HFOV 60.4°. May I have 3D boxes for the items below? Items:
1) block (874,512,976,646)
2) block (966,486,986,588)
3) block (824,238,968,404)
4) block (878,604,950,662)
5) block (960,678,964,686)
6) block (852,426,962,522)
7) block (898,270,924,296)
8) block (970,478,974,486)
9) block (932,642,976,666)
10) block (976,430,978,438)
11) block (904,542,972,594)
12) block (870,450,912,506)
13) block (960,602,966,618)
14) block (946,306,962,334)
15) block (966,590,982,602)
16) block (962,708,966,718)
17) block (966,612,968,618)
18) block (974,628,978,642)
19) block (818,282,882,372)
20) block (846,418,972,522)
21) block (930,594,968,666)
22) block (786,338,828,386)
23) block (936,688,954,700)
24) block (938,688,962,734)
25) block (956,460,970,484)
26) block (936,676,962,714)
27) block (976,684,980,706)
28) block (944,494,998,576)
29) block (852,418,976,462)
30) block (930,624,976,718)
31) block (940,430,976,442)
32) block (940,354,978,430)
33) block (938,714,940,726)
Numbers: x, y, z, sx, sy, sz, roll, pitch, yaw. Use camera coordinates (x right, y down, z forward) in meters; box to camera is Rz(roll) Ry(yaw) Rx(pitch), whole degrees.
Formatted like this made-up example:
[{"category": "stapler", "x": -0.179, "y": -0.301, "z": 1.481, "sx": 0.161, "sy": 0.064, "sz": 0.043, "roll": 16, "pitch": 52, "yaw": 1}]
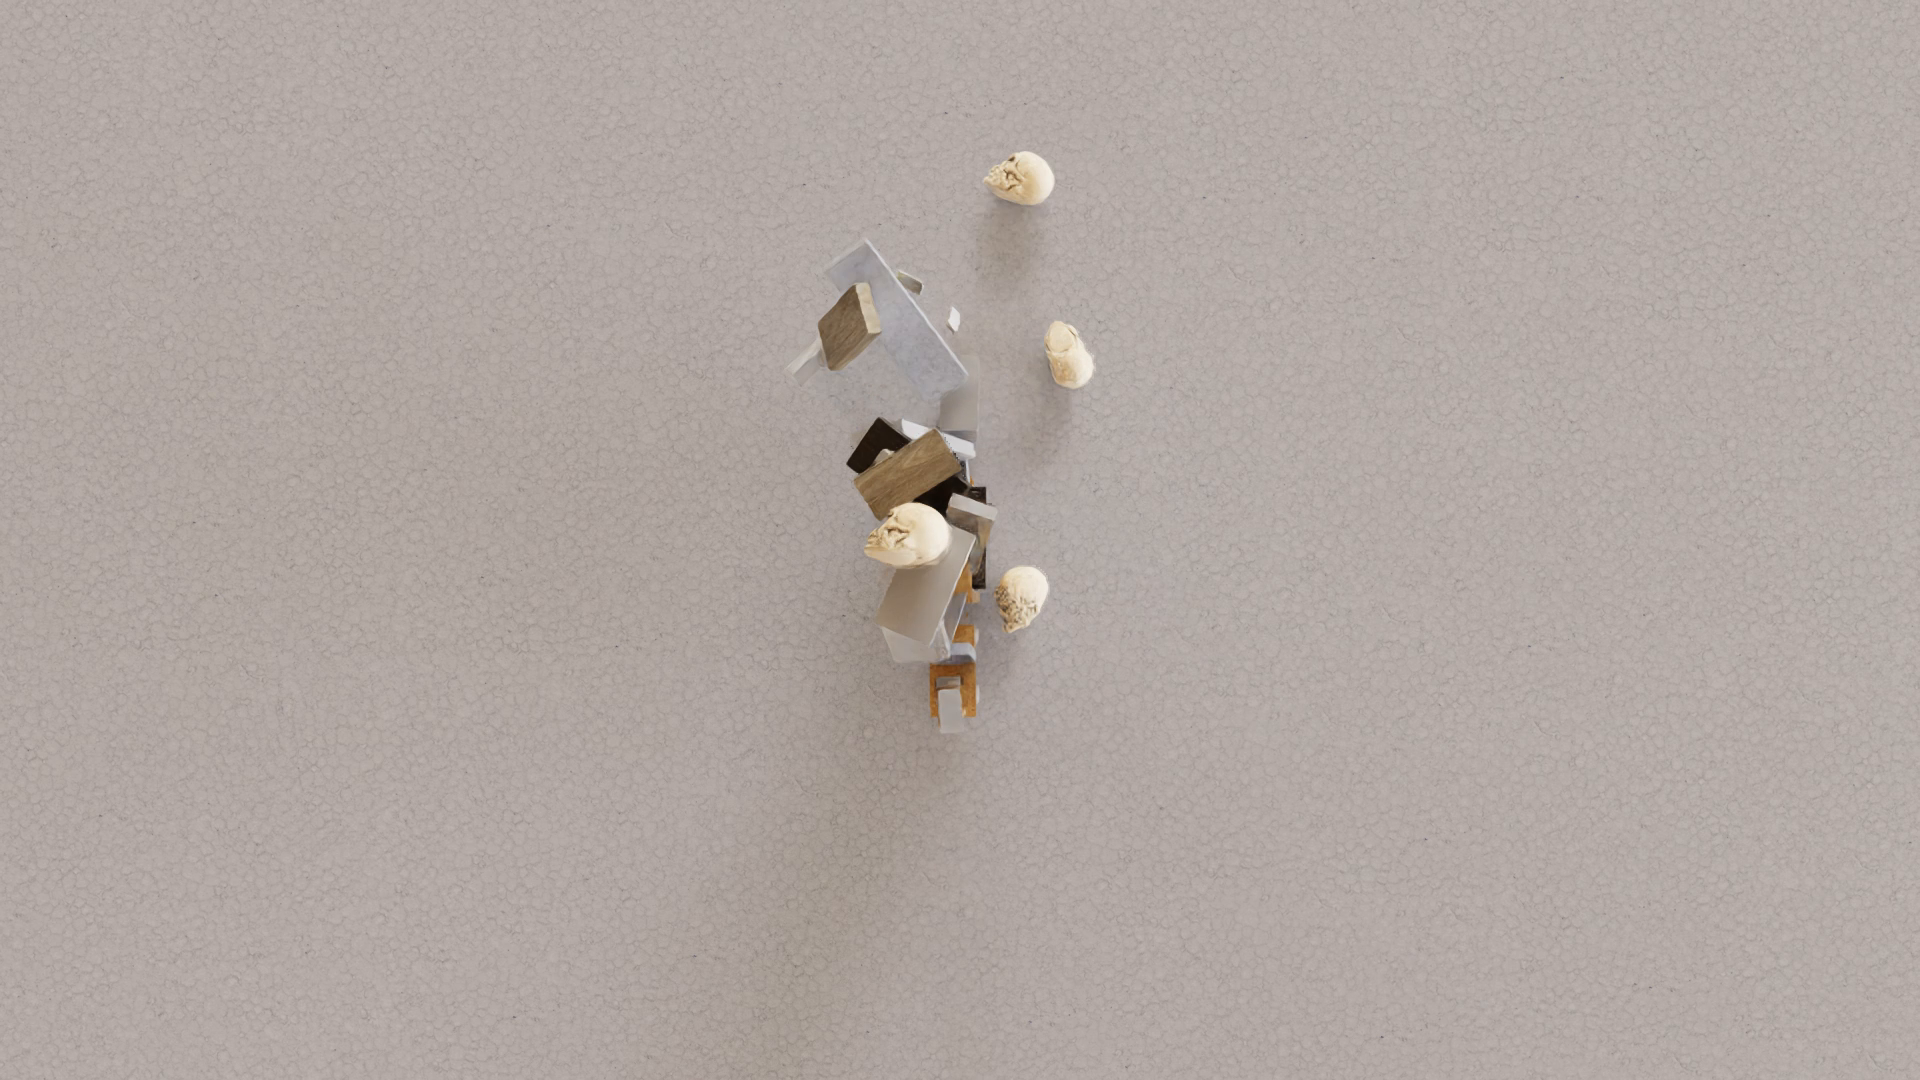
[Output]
[{"category": "block", "x": -0.094, "y": 0.108, "z": 4.521, "sx": 0.164, "sy": 0.047, "sz": 0.329, "roll": 23, "pitch": 88, "yaw": 7}, {"category": "block", "x": 0.001, "y": -0.009, "z": 5.158, "sx": 0.159, "sy": 0.045, "sz": 0.318, "roll": 0, "pitch": 90, "yaw": 0}, {"category": "block", "x": -0.182, "y": -0.636, "z": 4.833, "sx": 0.149, "sy": 0.042, "sz": 0.521, "roll": -32, "pitch": 118, "yaw": 12}, {"category": "block", "x": -0.128, "y": 0.265, "z": 4.712, "sx": 0.164, "sy": 0.329, "sz": 0.047, "roll": -3, "pitch": 64, "yaw": 5}, {"category": "block", "x": -0.032, "y": 0.441, "z": 5.098, "sx": 0.071, "sy": 0.141, "sz": 0.020, "roll": -6, "pitch": 88, "yaw": 6}, {"category": "block", "x": -0.144, "y": -0.179, "z": 4.475, "sx": 0.266, "sy": 0.038, "sz": 0.133, "roll": -32, "pitch": 99, "yaw": 2}, {"category": "block", "x": -0.156, "y": -0.808, "z": 5.178, "sx": 0.090, "sy": 0.013, "sz": 0.045, "roll": 28, "pitch": 130, "yaw": 12}, {"category": "block", "x": 0.003, "y": -0.188, "z": 5.421, "sx": 0.078, "sy": 0.157, "sz": 0.022, "roll": -3, "pitch": 89, "yaw": 0}, {"category": "block", "x": -0.028, "y": 0.348, "z": 5.034, "sx": 0.133, "sy": 0.266, "sz": 0.038, "roll": -3, "pitch": 80, "yaw": 5}, {"category": "block", "x": -0.003, "y": -0.354, "z": 5.382, "sx": 0.117, "sy": 0.235, "sz": 0.033, "roll": 0, "pitch": 92, "yaw": 0}, {"category": "block", "x": -0.060, "y": 0.082, "z": 4.709, "sx": 0.164, "sy": 0.329, "sz": 0.047, "roll": -2, "pitch": 70, "yaw": 5}, {"category": "block", "x": -0.179, "y": -0.173, "z": 4.627, "sx": 0.038, "sy": 0.266, "sz": 0.133, "roll": 44, "pitch": 103, "yaw": 23}, {"category": "block", "x": -0.001, "y": 0.206, "z": 5.399, "sx": 0.046, "sy": 0.013, "sz": 0.093, "roll": 4, "pitch": 88, "yaw": 1}, {"category": "block", "x": -0.021, "y": -0.681, "z": 5.108, "sx": 0.013, "sy": 0.090, "sz": 0.045, "roll": -22, "pitch": 123, "yaw": 29}, {"category": "block", "x": -0.014, "y": 0.173, "z": 5.150, "sx": 0.133, "sy": 0.486, "sz": 0.038, "roll": 2, "pitch": 88, "yaw": 4}, {"category": "block", "x": -0.021, "y": 0.536, "z": 5.098, "sx": 0.071, "sy": 0.141, "sz": 0.020, "roll": -5, "pitch": 88, "yaw": 5}, {"category": "block", "x": 0.002, "y": 0.247, "z": 5.454, "sx": 0.046, "sy": 0.093, "sz": 0.013, "roll": -2, "pitch": 90, "yaw": 0}, {"category": "block", "x": -0.017, "y": 0.316, "z": 5.353, "sx": 0.143, "sy": 0.285, "sz": 0.040, "roll": -1, "pitch": 90, "yaw": 3}, {"category": "block", "x": -0.317, "y": -0.604, "z": 4.690, "sx": 0.042, "sy": 0.298, "sz": 0.149, "roll": -11, "pitch": 79, "yaw": -28}, {"category": "block", "x": -0.148, "y": -0.188, "z": 4.782, "sx": 0.338, "sy": 0.048, "sz": 0.169, "roll": 38, "pitch": 102, "yaw": 10}, {"category": "block", "x": -0.070, "y": 0.224, "z": 4.888, "sx": 0.133, "sy": 0.038, "sz": 0.266, "roll": 18, "pitch": 89, "yaw": 5}, {"category": "block", "x": -0.463, "y": -0.552, "z": 5.097, "sx": 0.149, "sy": 0.298, "sz": 0.042, "roll": -43, "pitch": 104, "yaw": -1}, {"category": "block", "x": -0.039, "y": 0.459, "z": 4.941, "sx": 0.063, "sy": 0.127, "sz": 0.018, "roll": -3, "pitch": 92, "yaw": 1}, {"category": "block", "x": -0.028, "y": 0.505, "z": 4.867, "sx": 0.063, "sy": 0.018, "sz": 0.127, "roll": -4, "pitch": 90, "yaw": -1}, {"category": "block", "x": -0.012, "y": -0.238, "z": 5.320, "sx": 0.078, "sy": 0.022, "sz": 0.157, "roll": -6, "pitch": 87, "yaw": 23}, {"category": "block", "x": -0.032, "y": 0.486, "z": 5.017, "sx": 0.071, "sy": 0.020, "sz": 0.141, "roll": -4, "pitch": 90, "yaw": 6}, {"category": "block", "x": -0.012, "y": 0.506, "z": 5.354, "sx": 0.143, "sy": 0.285, "sz": 0.040, "roll": -1, "pitch": 91, "yaw": 3}, {"category": "block", "x": 0.014, "y": -0.011, "z": 4.742, "sx": 0.133, "sy": 0.505, "sz": 0.038, "roll": 19, "pitch": 71, "yaw": 1}, {"category": "block", "x": -0.136, "y": -0.290, "z": 5.077, "sx": 0.169, "sy": 0.521, "sz": 0.048, "roll": -14, "pitch": 80, "yaw": 23}, {"category": "block", "x": -0.023, "y": 0.412, "z": 5.190, "sx": 0.143, "sy": 0.040, "sz": 0.285, "roll": -1, "pitch": 90, "yaw": 3}, {"category": "block", "x": -0.004, "y": -0.434, "z": 5.248, "sx": 0.117, "sy": 0.033, "sz": 0.235, "roll": 1, "pitch": 90, "yaw": 0}, {"category": "block", "x": -0.001, "y": -0.446, "z": 4.990, "sx": 0.112, "sy": 0.032, "sz": 0.225, "roll": 1, "pitch": 90, "yaw": 0}, {"category": "block", "x": -0.032, "y": 0.542, "z": 4.940, "sx": 0.063, "sy": 0.127, "sz": 0.018, "roll": 0, "pitch": 93, "yaw": -1}]
